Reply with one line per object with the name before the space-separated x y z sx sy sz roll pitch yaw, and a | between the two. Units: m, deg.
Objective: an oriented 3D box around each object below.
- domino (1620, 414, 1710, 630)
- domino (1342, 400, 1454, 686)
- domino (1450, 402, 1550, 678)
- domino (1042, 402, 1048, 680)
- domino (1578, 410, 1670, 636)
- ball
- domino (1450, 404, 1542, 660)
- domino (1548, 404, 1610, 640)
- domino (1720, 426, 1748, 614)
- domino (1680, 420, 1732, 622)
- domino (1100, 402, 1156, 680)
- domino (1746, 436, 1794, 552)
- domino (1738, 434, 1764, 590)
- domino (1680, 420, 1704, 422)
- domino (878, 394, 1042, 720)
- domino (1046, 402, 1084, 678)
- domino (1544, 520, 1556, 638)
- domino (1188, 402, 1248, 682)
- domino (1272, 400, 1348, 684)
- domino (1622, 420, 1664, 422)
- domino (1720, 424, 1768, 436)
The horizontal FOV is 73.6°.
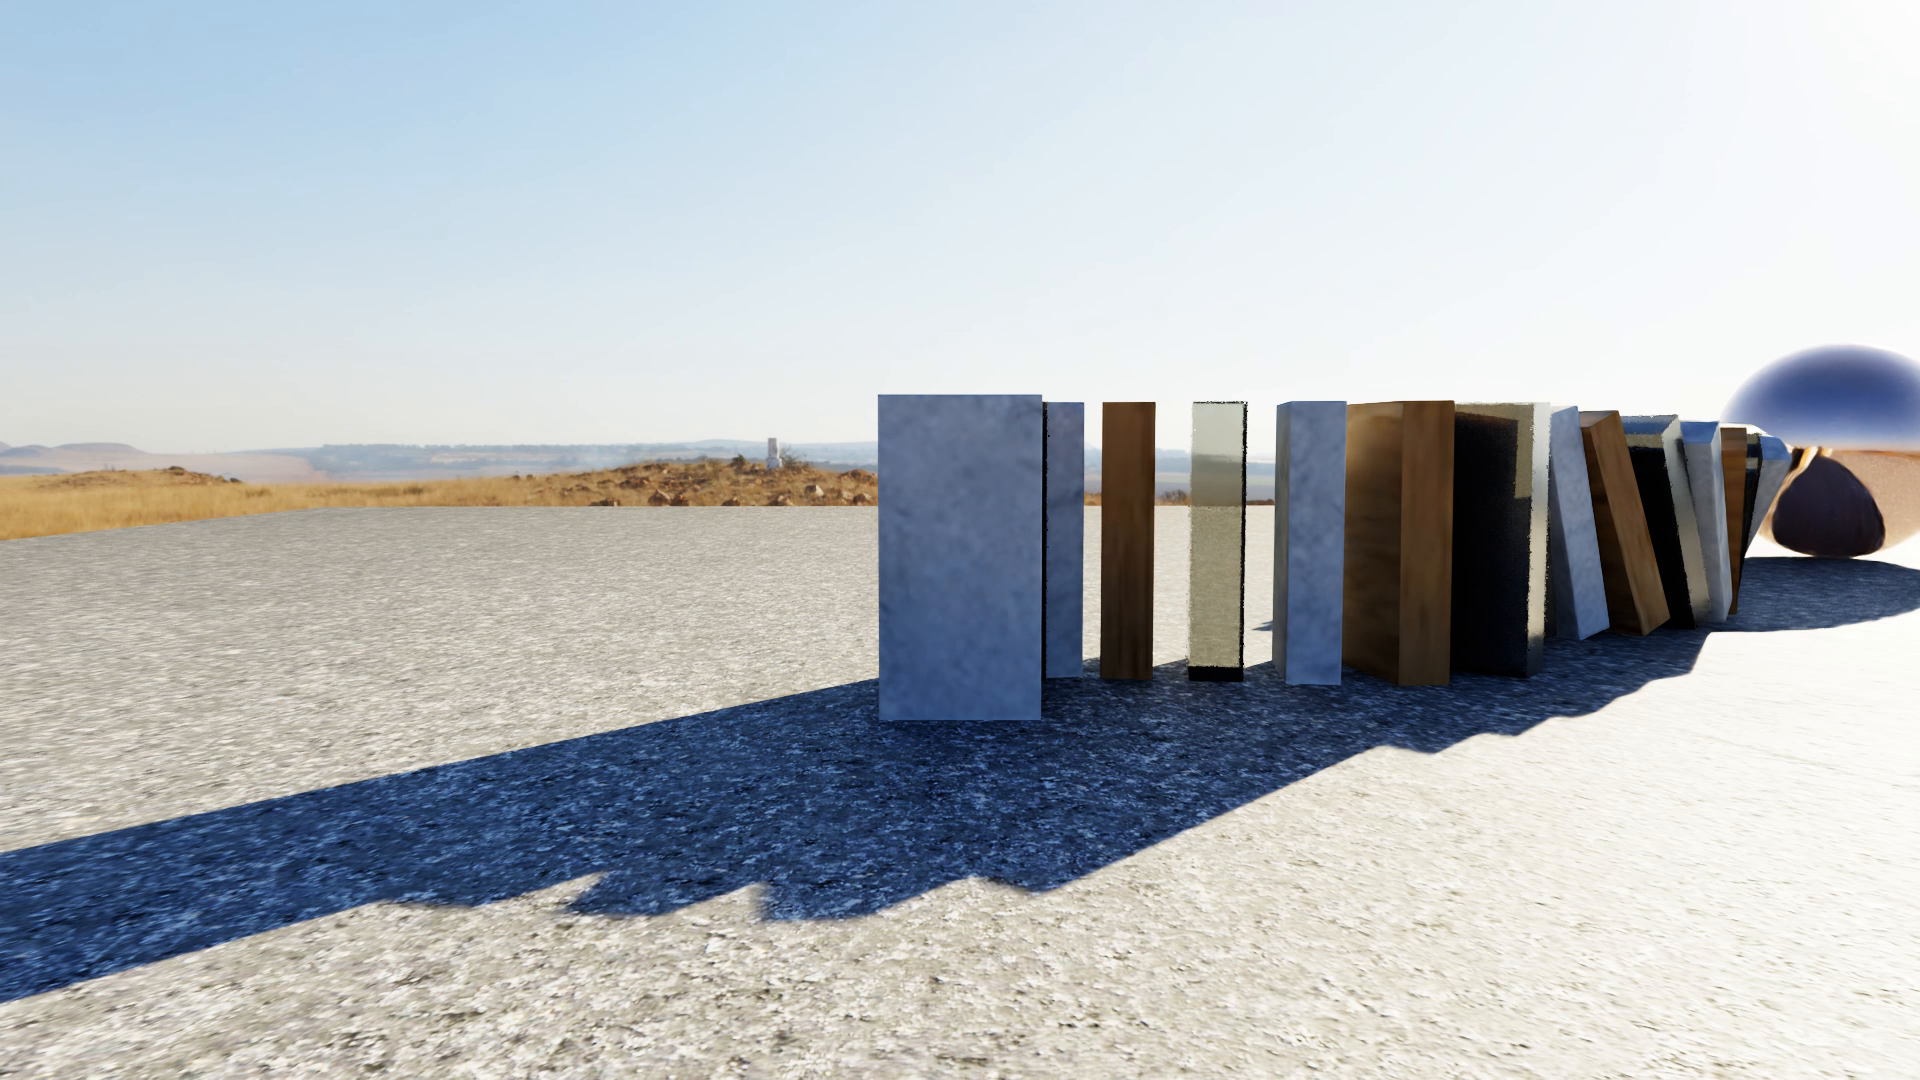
domino | 0.155 -0.004 0.296 0.009 0.050 0.025 -36 25 -32
domino | 0.080 0.000 0.237 0.010 0.050 0.025 -1 4 -7
domino | 0.096 -0.001 0.242 0.025 0.050 0.009 4 7 40
domino | 0.002 0.000 0.233 0.025 0.050 0.009 3 5 34
domino | 0.141 -0.004 0.290 0.010 0.050 0.025 -27 14 -21
ball | 0.324 -0.033 0.475 0.080 0.080 0.080 0 4 0
domino | 0.101 -0.002 0.257 0.025 0.050 0.009 1 7 14
domino | 0.127 -0.004 0.286 0.010 0.050 0.025 -18 11 -23
domino | 0.178 -0.004 0.316 0.025 0.050 0.010 3 40 30
domino | 0.167 -0.004 0.305 0.025 0.050 0.010 4 37 40
domino | 0.032 -0.001 0.243 0.009 0.050 0.025 1 4 7
domino | 0.197 -0.005 0.341 0.025 0.050 0.010 1 44 5
domino | 0.187 -0.005 0.328 0.025 0.050 0.010 2 43 24
domino | 0.199 -0.010 0.372 0.025 0.050 0.010 -1 29 -18
domino | 0.000 0.002 0.201 0.025 0.050 0.010 0 4 0
domino | 0.015 -0.001 0.244 0.010 0.050 0.025 -1 4 -11
domino | 0.116 -0.004 0.282 0.010 0.050 0.025 -11 8 -24
domino | 0.048 0.000 0.240 0.009 0.050 0.025 1 4 10
domino | 0.064 0.000 0.238 0.010 0.050 0.025 1 4 8
domino | 0.193 -0.011 0.382 0.025 0.050 0.009 -1 28 -18
domino | 0.204 -0.008 0.360 0.025 0.050 0.010 -1 35 -18
